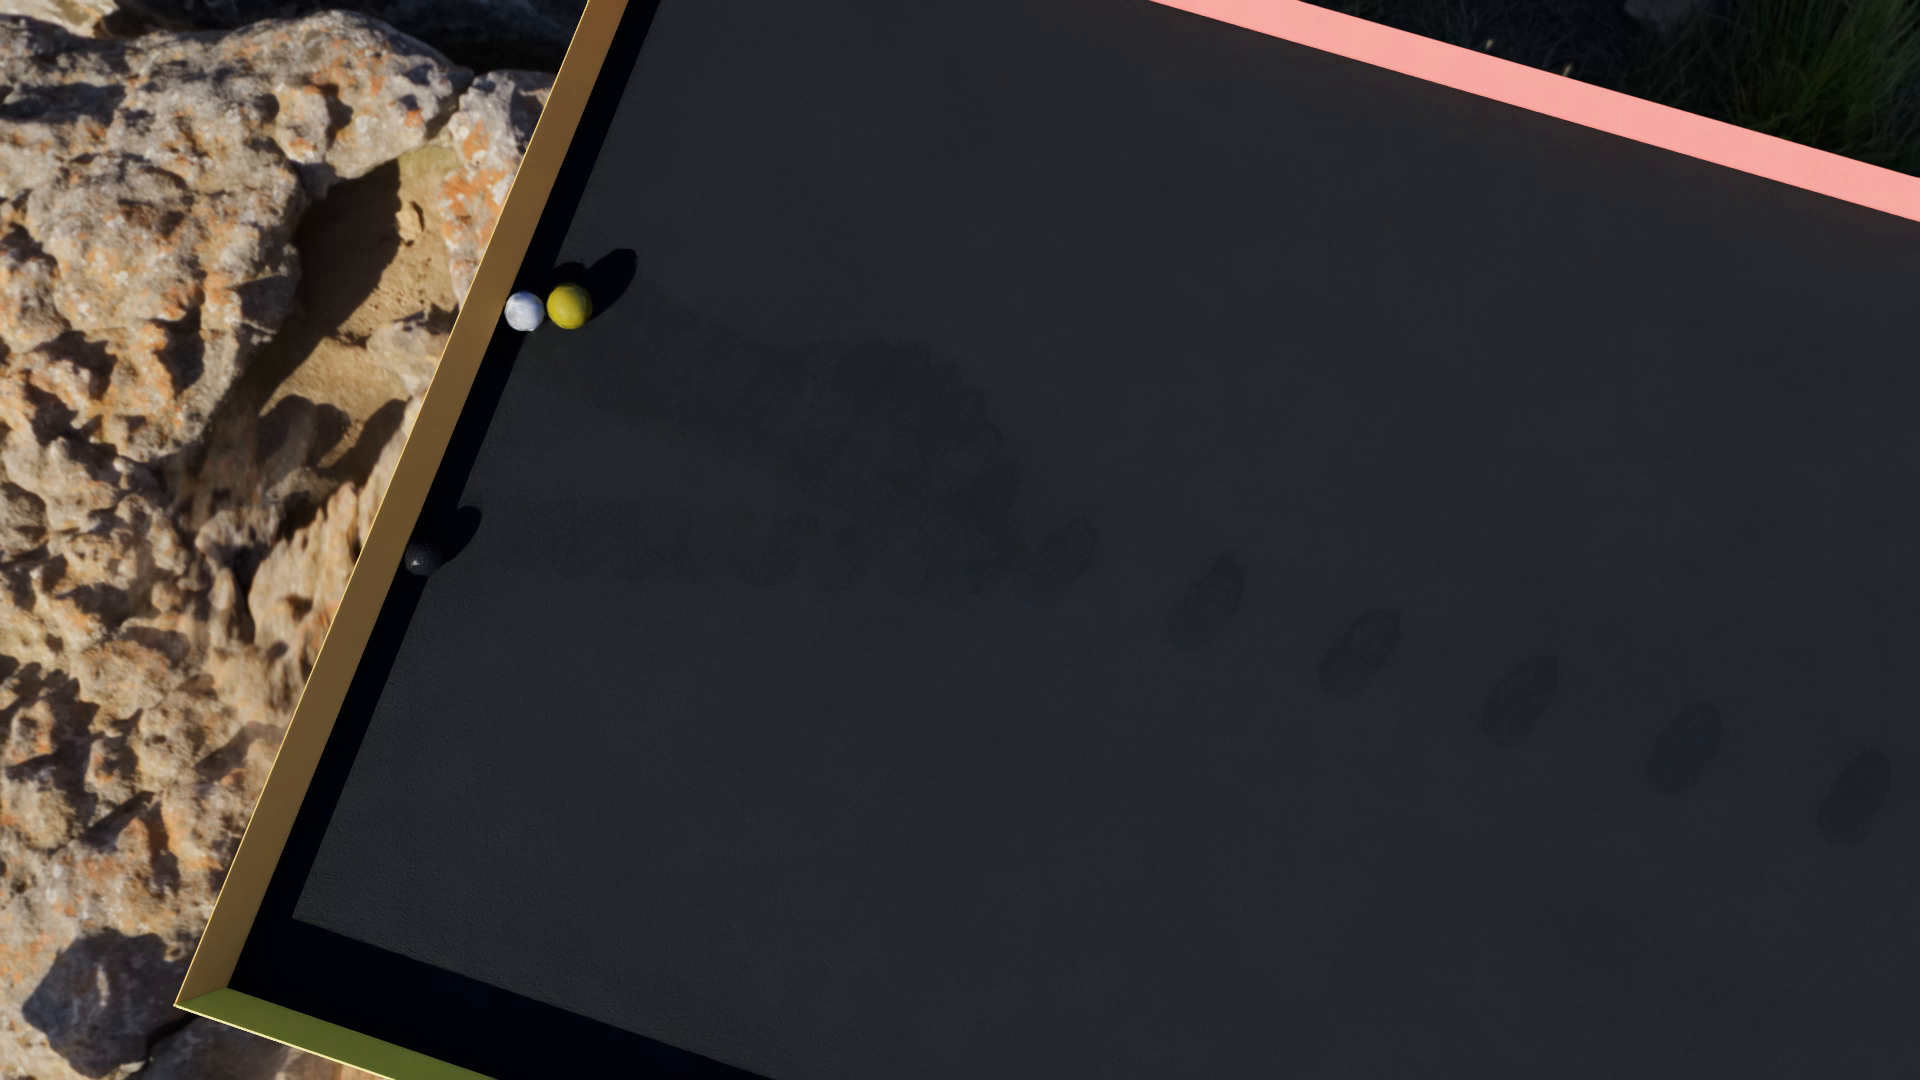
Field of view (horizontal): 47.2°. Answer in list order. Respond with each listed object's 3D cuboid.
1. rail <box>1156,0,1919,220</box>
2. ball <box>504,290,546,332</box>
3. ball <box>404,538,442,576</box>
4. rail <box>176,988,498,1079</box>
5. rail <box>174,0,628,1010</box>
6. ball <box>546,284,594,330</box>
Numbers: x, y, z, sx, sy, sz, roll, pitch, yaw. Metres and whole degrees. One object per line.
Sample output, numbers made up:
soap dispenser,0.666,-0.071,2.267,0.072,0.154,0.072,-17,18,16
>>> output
rail,1.106,-0.659,3.533,3.373,0.094,0.045,17,75,5
ball,-0.686,-0.360,3.465,0.064,0.064,0.064,0,74,0
ball,-0.821,0.026,3.359,0.058,0.058,0.058,0,74,0
rail,0.498,1.150,3.022,3.373,0.094,0.045,17,75,5
rail,-0.780,-0.247,3.416,0.045,0.094,2.023,17,75,5
ball,-0.614,-0.368,3.463,0.072,0.072,0.072,0,74,0
